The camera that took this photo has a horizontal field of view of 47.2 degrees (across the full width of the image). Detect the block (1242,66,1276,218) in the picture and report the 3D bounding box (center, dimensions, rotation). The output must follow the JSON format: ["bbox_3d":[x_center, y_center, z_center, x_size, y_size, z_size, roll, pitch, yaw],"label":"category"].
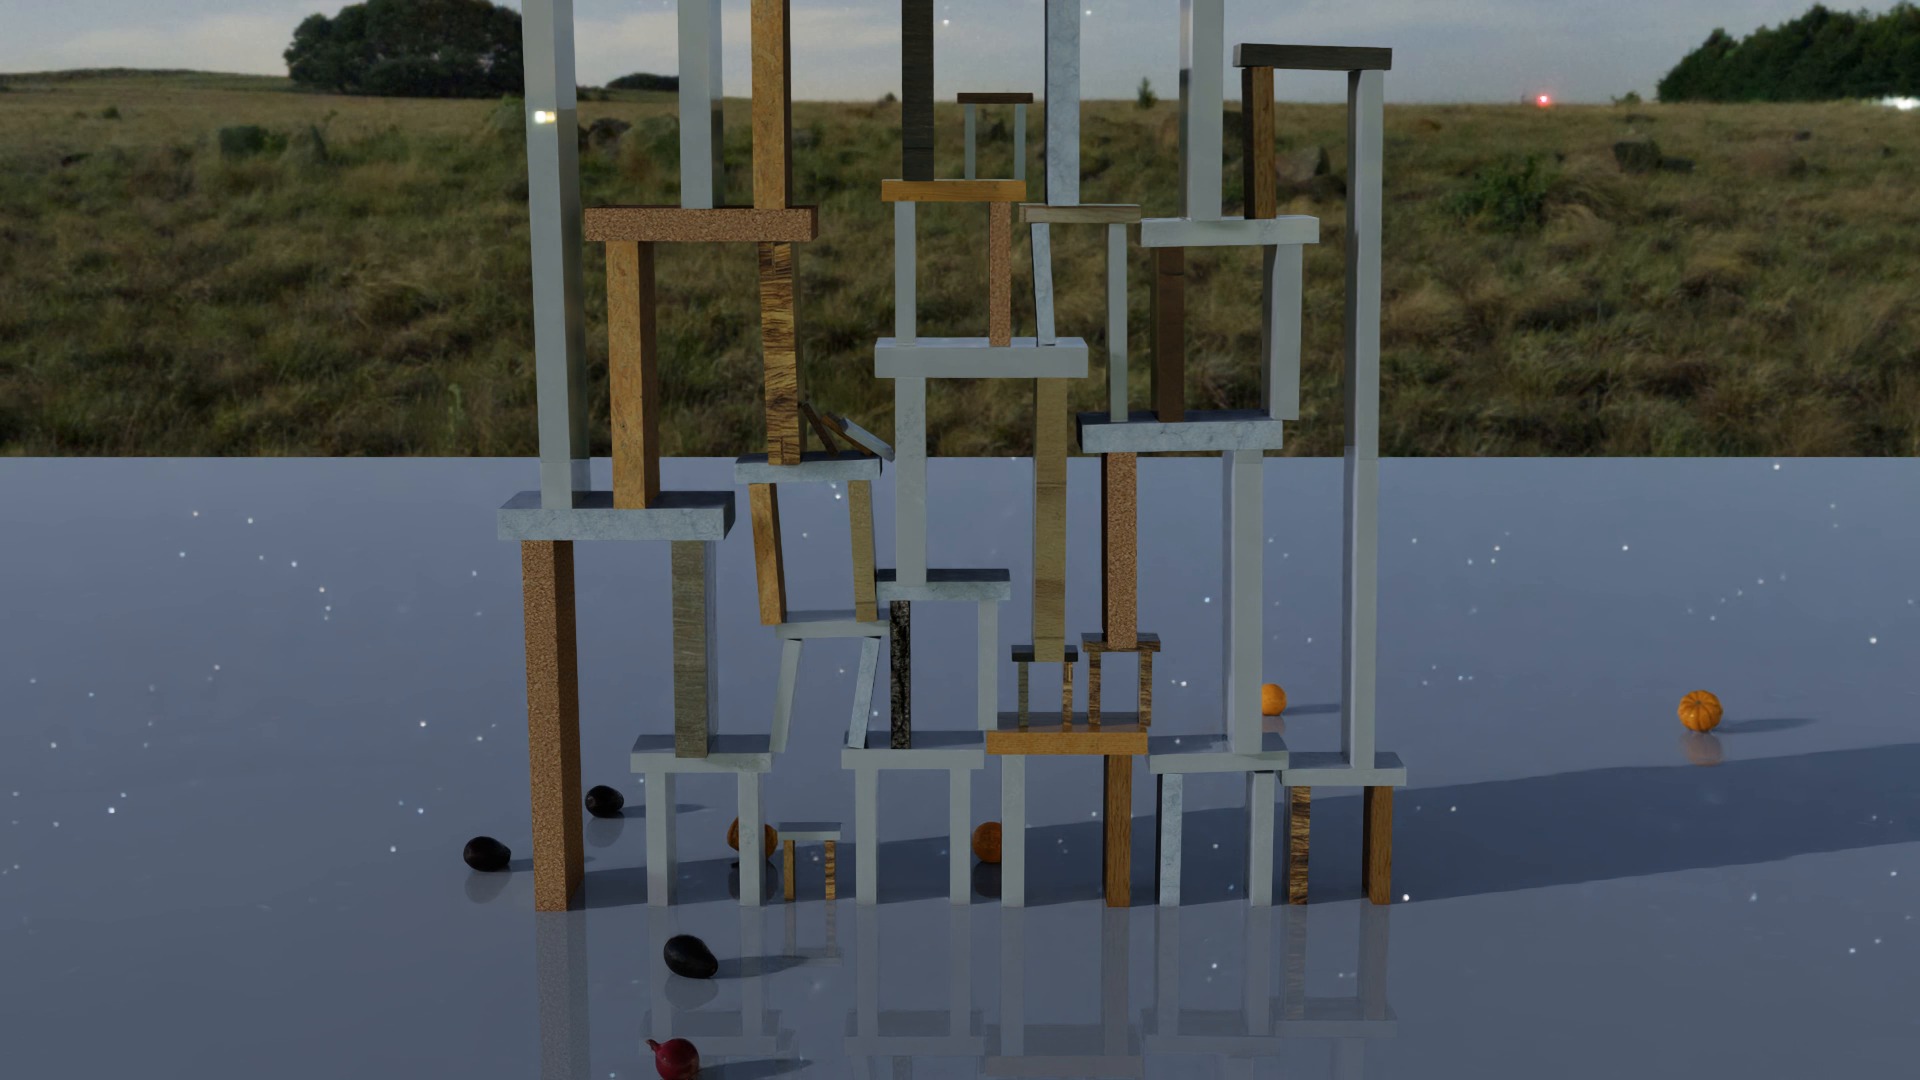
[{"bbox_3d":[0.469,-0.624,3.452,0.033,0.231,0.116,-3,11,-1],"label":"block"}]

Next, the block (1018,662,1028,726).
[{"bbox_3d":[0.104,0.246,3.609,0.015,0.107,0.054,0,11,0],"label":"block"}]

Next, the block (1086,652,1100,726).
[{"bbox_3d":[0.219,0.237,3.606,0.018,0.125,0.063,0,11,0],"label":"block"}]

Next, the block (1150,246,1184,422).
[{"bbox_3d":[0.329,-0.332,3.501,0.039,0.274,0.137,-1,11,-1],"label":"block"}]

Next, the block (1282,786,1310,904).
[{"bbox_3d":[0.557,0.491,3.648,0.029,0.202,0.101,0,11,1],"label":"block"}]

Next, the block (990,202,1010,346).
[{"bbox_3d":[0.063,-0.425,3.483,0.032,0.223,0.112,0,11,0],"label":"block"}]

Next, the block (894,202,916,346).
[{"bbox_3d":[-0.085,-0.425,3.482,0.032,0.223,0.112,0,11,0],"label":"block"}]

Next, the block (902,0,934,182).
[{"bbox_3d":[-0.066,-0.731,3.420,0.048,0.338,0.169,0,11,-1],"label":"block"}]

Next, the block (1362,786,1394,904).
[{"bbox_3d":[0.692,0.491,3.648,0.029,0.203,0.101,-1,11,0],"label":"block"}]

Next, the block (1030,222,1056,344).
[{"bbox_3d":[0.131,-0.408,3.481,0.027,0.189,0.095,-4,11,1],"label":"block"}]

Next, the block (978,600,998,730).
[{"bbox_3d":[0.045,0.193,3.598,0.030,0.215,0.108,0,11,0],"label":"block"}]

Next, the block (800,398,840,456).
[{"bbox_3d":[-0.223,-0.180,3.526,0.014,0.095,0.048,-30,10,6],"label":"block"}]

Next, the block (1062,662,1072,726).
[{"bbox_3d":[0.176,0.246,3.609,0.015,0.107,0.054,0,11,0],"label":"block"}]

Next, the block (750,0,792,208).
[{"bbox_3d":[-0.293,-0.712,3.430,0.048,0.381,0.169,0,11,0],"label":"block"}]

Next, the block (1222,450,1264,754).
[{"bbox_3d":[0.459,0.088,3.583,0.045,0.497,0.158,-1,11,0],"label":"block"}]

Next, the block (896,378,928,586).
[{"bbox_3d":[-0.078,-0.105,3.535,0.047,0.332,0.166,0,11,0],"label":"block"}]

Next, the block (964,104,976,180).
[{"bbox_3d":[0.016,-0.623,3.444,0.017,0.117,0.058,0,11,0],"label":"block"}]

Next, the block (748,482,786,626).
[{"bbox_3d":[-0.311,0.013,3.562,0.033,0.230,0.115,-4,10,1],"label":"block"}]

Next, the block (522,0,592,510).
[{"bbox_3d":[-0.636,-0.459,3.470,0.048,0.803,0.168,0,11,1],"label":"block"}]

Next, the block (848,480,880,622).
[{"bbox_3d":[-0.156,0.008,3.561,0.033,0.229,0.115,-3,10,0],"label":"block"}]

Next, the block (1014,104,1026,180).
[{"bbox_3d":[0.093,-0.623,3.444,0.017,0.117,0.059,0,11,0],"label":"block"}]

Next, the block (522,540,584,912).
[{"bbox_3d":[-0.668,0.287,3.617,0.050,0.615,0.178,0,11,0],"label":"block"}]

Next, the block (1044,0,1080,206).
[{"bbox_3d":[0.158,-0.692,3.427,0.047,0.334,0.167,0,11,0],"label":"block"}]

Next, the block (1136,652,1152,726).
[{"bbox_3d":[0.303,0.237,3.606,0.018,0.125,0.063,0,11,0],"label":"block"}]

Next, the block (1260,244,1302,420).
[{"bbox_3d":[0.511,-0.336,3.502,0.039,0.275,0.137,-1,10,-1],"label":"block"}]

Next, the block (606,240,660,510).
[{"bbox_3d":[-0.520,-0.270,3.507,0.049,0.418,0.174,0,11,0],"label":"block"}]

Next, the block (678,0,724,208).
[{"bbox_3d":[-0.403,-0.689,3.427,0.048,0.336,0.168,0,11,0],"label":"block"}]

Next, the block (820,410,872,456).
[{"bbox_3d":[-0.179,-0.171,3.532,0.095,0.014,0.048,36,11,-3],"label":"block"}]

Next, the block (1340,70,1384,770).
[{"bbox_3d":[0.644,-0.185,3.528,0.033,1.112,0.116,-1,11,-1],"label":"block"}]

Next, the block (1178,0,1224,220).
[{"bbox_3d":[0.376,-0.683,3.435,0.047,0.359,0.167,-1,11,-1],"label":"block"}]

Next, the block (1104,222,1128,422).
[{"bbox_3d":[0.248,-0.348,3.495,0.027,0.311,0.094,-1,11,-1],"label":"block"}]

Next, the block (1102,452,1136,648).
[{"bbox_3d":[0.257,0.004,3.560,0.045,0.315,0.158,-1,10,0],"label":"block"}]

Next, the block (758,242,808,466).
[{"bbox_3d":[-0.281,-0.305,3.505,0.049,0.347,0.174,-2,11,0],"label":"block"}]

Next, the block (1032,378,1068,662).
[{"bbox_3d":[0.143,-0.044,3.548,0.047,0.455,0.166,0,11,0],"label":"block"}]

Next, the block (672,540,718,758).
[{"bbox_3d":[-0.432,0.159,3.590,0.050,0.356,0.178,0,11,0],"label":"block"}]
